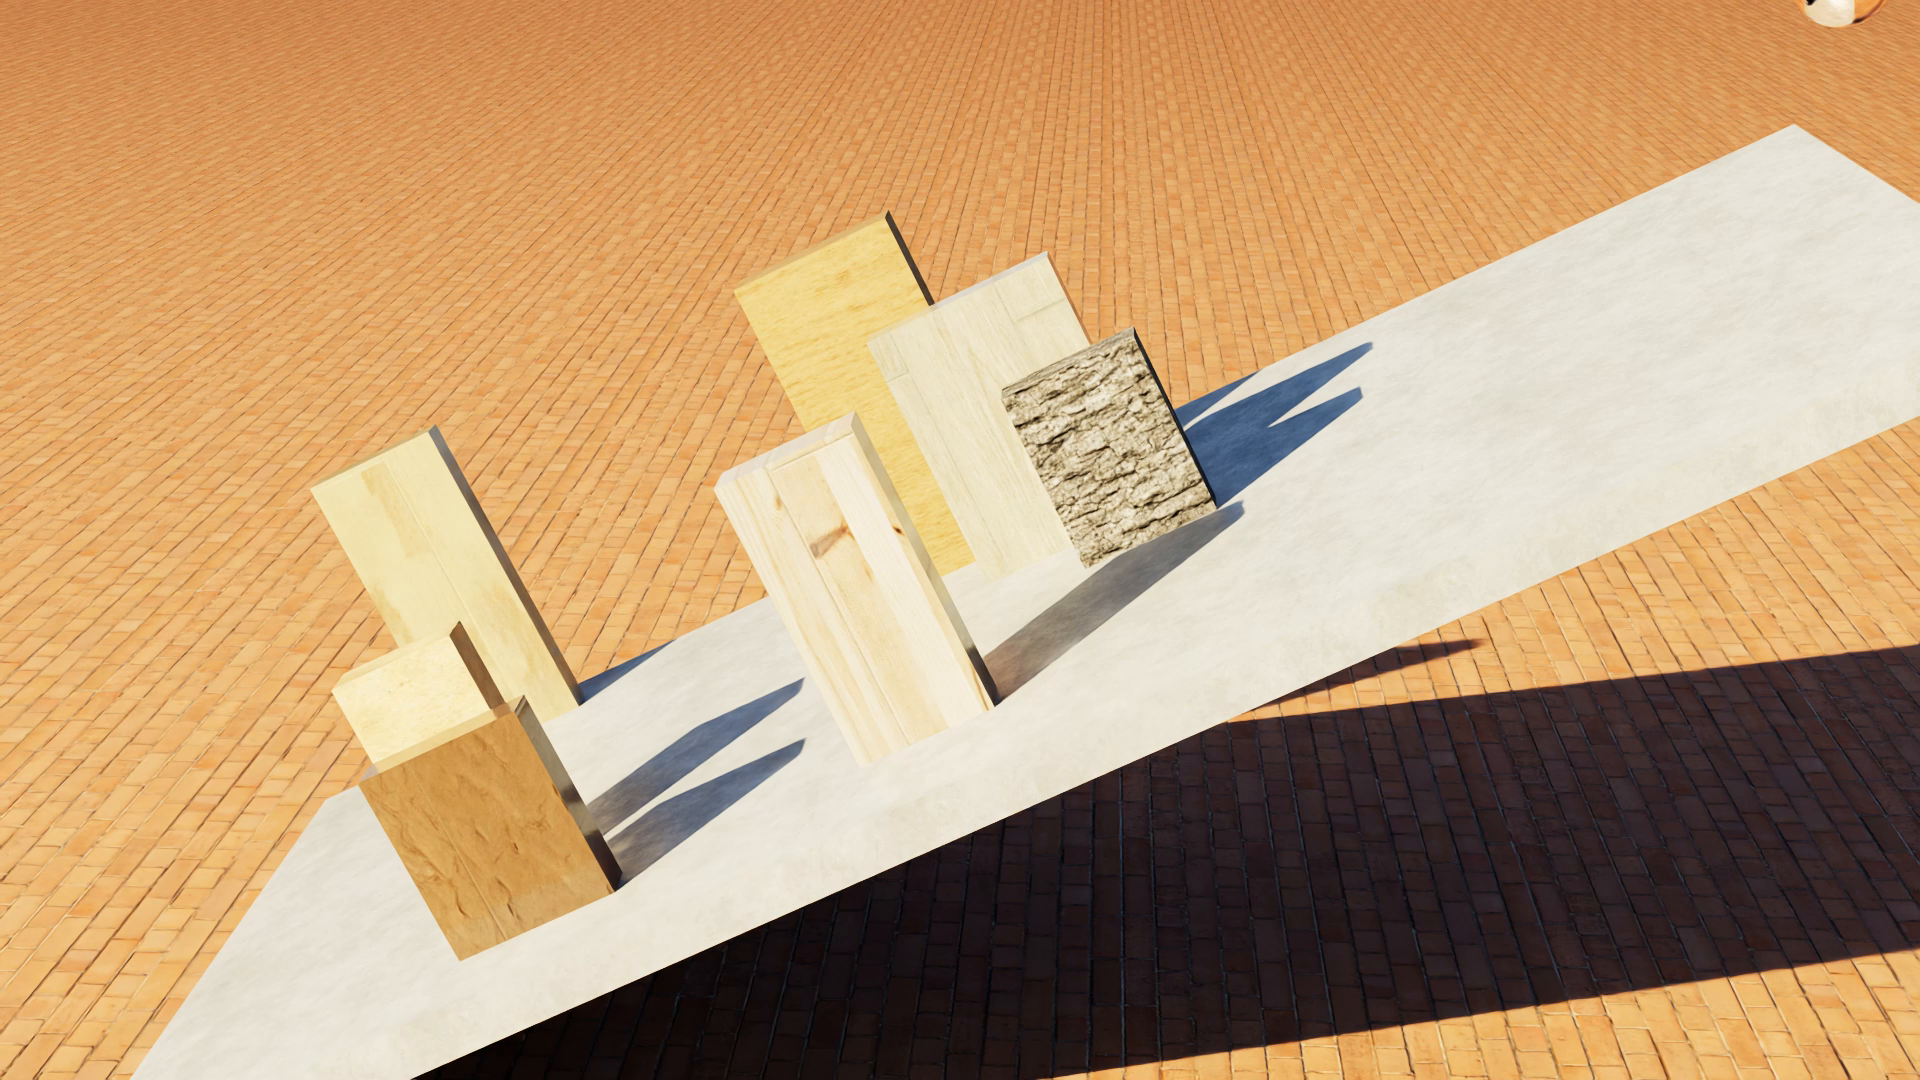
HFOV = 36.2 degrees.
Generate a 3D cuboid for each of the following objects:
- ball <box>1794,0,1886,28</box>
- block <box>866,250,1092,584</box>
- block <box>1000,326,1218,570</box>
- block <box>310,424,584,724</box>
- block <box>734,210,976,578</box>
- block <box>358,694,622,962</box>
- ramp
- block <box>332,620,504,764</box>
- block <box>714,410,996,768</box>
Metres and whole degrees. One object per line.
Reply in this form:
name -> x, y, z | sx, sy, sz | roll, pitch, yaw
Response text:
ball -> 1.733, -1.106, 5.781 | 0.197, 0.197, 0.197 | 0, 16, 0
block -> 0.126, -0.264, 6.408 | 0.432, 0.602, 0.081 | -25, 14, 9
block -> 0.315, -0.194, 6.202 | 0.306, 0.409, 0.115 | -25, 14, 9
block -> -1.247, 0.131, 7.182 | 0.328, 0.768, 0.084 | -25, 14, 9
block -> -0.158, -0.304, 6.677 | 0.378, 0.797, 0.115 | -25, 14, 9
block -> -0.908, 0.559, 5.699 | 0.344, 0.409, 0.100 | -25, 14, 9
ramp -> 0.137, 0.168, 6.281 | 4.000, 0.100, 2.000 | -25, 14, 9
block -> -1.029, 0.463, 6.033 | 0.274, 0.529, 0.105 | -25, 14, 9
block -> -0.196, 0.096, 5.637 | 0.288, 0.615, 0.122 | -25, 14, 9
